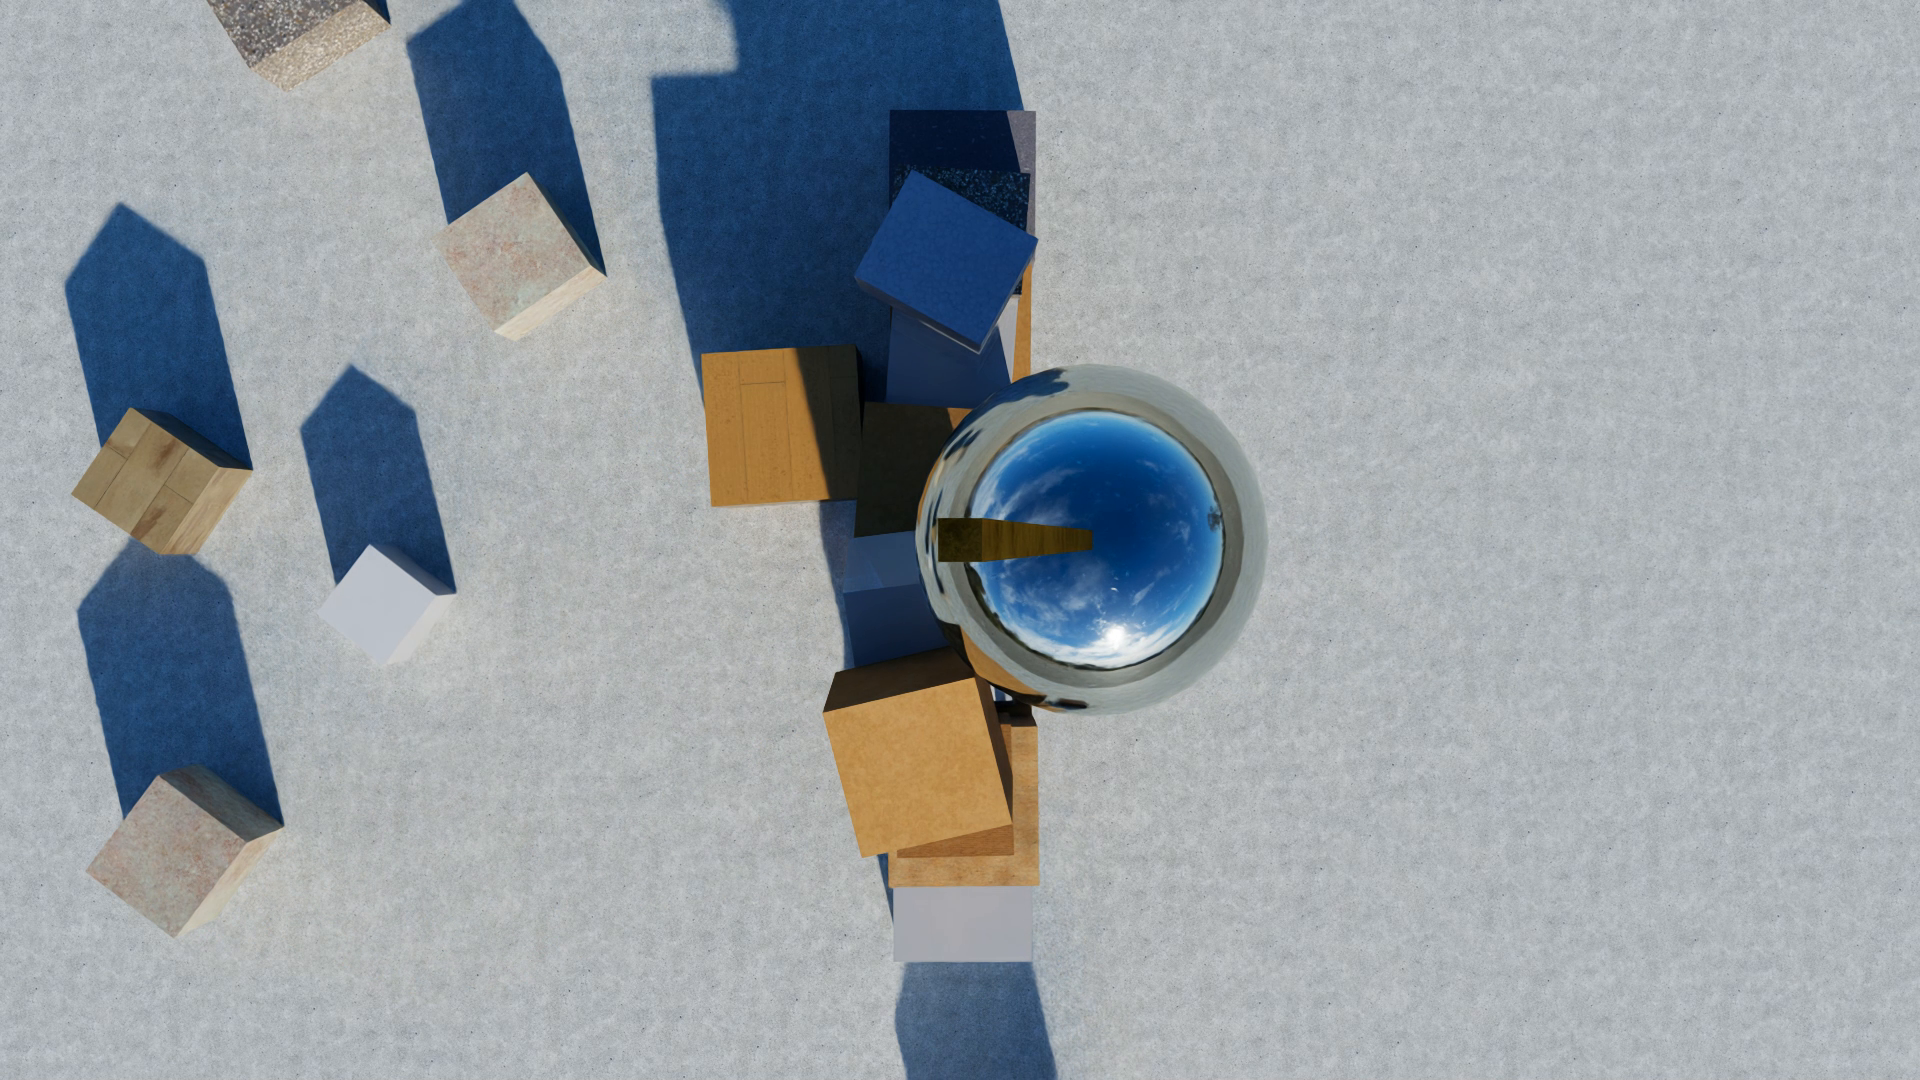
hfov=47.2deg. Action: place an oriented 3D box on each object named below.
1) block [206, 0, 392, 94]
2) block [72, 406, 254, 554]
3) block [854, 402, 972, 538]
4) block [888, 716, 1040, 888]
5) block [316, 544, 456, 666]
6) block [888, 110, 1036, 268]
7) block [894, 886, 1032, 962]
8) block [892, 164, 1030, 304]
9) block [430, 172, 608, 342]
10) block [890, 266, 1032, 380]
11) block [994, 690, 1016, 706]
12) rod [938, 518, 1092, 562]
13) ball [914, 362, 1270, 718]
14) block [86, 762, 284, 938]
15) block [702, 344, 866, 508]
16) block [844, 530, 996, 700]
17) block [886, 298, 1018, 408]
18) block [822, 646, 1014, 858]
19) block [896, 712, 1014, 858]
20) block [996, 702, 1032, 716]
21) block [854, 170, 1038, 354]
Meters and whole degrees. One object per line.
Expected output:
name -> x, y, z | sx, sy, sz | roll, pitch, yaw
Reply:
block -> -3.878, -3.168, 12.661 | 0.738, 0.678, 0.779 | -32, 90, 0
block -> -4.594, -0.334, 12.696 | 0.606, 0.607, 0.597 | 34, 90, 0
block -> -0.120, -0.236, 11.797 | 0.811, 0.862, 0.801 | 4, 82, 0
block -> 0.017, 1.391, 11.812 | 0.786, 0.706, 0.829 | -1, 90, 0
block -> -3.312, 0.368, 12.740 | 0.483, 0.521, 0.498 | 38, 90, 0
block -> 0.013, -1.960, 12.574 | 0.809, 0.852, 0.828 | 0, 90, 0
block -> 0.014, 2.030, 12.673 | 0.776, 0.654, 0.677 | 0, 90, 0
block -> -0.008, -1.619, 11.770 | 0.702, 0.755, 0.627 | 4, 91, 0
block -> -2.536, -1.625, 12.697 | 0.663, 0.606, 0.639 | -34, 90, 0
block -> 0.004, -1.213, 12.663 | 0.790, 0.673, 0.664 | 0, 90, 0
block -> -0.074, 0.580, 11.825 | 0.658, 0.694, 0.659 | -7, 83, 2
rod -> 0.256, 0.000, 6.565 | 0.080, 5.200, 0.080 | 0, 90, 6
ball -> 0.591, 0.000, 9.948 | 1.600, 1.600, 1.600 | 0, 90, 0
block -> -4.443, 1.774, 12.652 | 0.628, 0.696, 0.676 | 37, 90, 0
block -> -0.978, -0.636, 12.584 | 0.855, 0.832, 0.847 | -4, 90, 0
block -> -0.197, 0.390, 11.020 | 0.658, 0.734, 0.664 | -7, 111, 2
block -> -0.045, -0.981, 11.990 | 0.661, 0.674, 0.647 | 4, 90, 0
block -> -0.184, 0.975, 10.418 | 0.716, 0.702, 0.718 | -13, 101, 5
block -> -0.028, 1.234, 11.152 | 0.579, 0.608, 0.649 | -1, 91, 0
block -> -0.015, 1.241, 12.582 | 0.835, 0.836, 0.889 | -1, 90, 0
block -> -0.067, -1.380, 11.033 | 0.702, 0.728, 0.587 | 29, 91, -1
